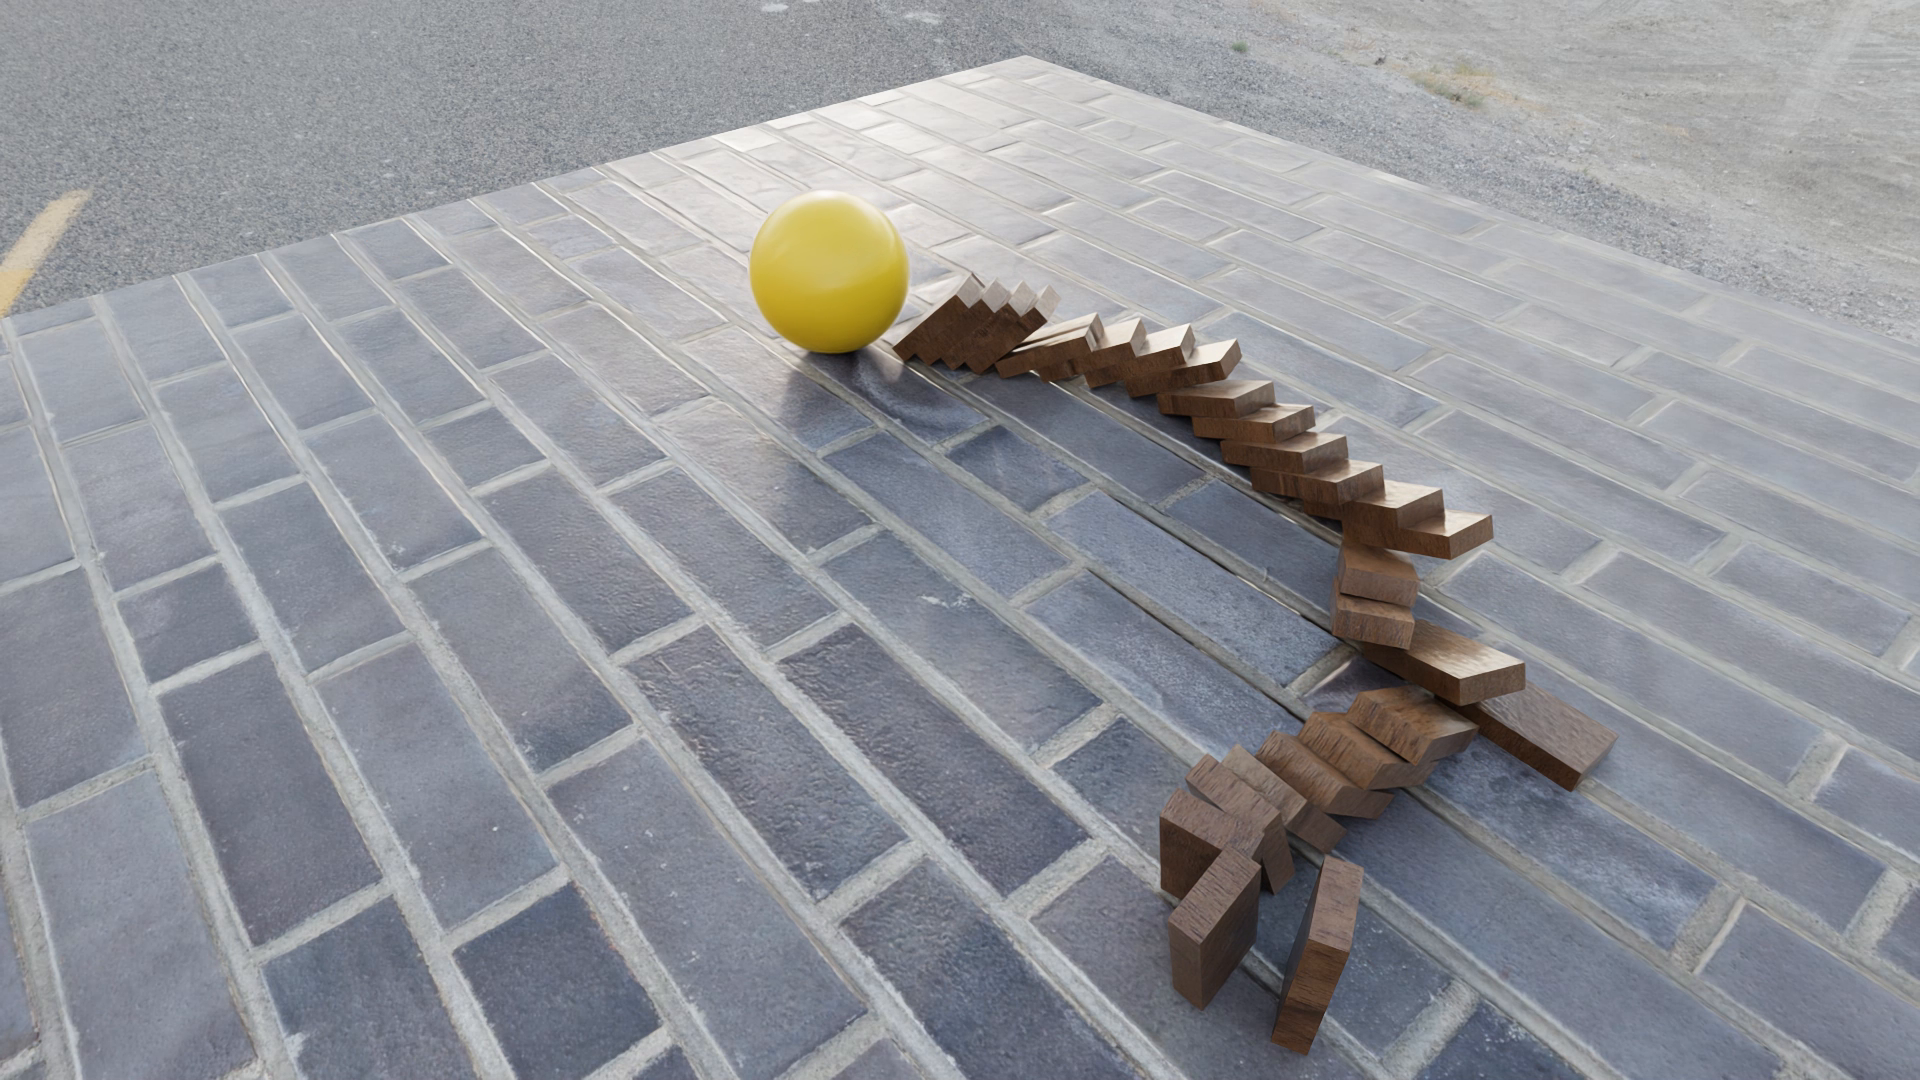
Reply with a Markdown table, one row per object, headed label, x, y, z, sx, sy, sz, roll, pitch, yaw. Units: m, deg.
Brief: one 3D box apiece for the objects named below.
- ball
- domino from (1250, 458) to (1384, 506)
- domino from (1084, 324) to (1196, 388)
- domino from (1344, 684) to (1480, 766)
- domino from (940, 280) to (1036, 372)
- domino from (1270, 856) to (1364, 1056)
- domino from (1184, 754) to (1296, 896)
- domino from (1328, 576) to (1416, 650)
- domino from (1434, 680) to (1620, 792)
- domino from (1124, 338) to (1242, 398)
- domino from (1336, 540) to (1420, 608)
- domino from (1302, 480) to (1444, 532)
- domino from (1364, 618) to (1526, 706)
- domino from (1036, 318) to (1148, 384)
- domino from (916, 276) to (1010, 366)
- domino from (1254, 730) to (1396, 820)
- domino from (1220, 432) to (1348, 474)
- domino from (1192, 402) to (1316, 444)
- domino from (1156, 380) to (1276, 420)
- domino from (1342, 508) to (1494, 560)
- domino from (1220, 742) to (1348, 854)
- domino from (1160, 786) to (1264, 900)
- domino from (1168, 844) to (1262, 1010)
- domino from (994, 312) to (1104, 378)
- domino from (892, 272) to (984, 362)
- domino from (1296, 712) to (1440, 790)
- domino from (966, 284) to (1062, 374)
| label | x | y | z | sx | sy | sz | roll | pitch | yaw |
| --- | --- | --- | --- | --- | --- | --- | --- | --- | --- |
| ball | -0.065 | -0.134 | 0.551 | 0.080 | 0.080 | 0.080 | 0 | 39 | 0 |
| domino | 0.148 | -0.026 | 0.459 | 0.025 | 0.010 | 0.050 | -20 | 18 | -23 |
| domino | 0.087 | -0.089 | 0.535 | 0.050 | 0.010 | 0.025 | -11 | 29 | 31 |
| domino | 0.146 | 0.058 | 0.352 | 0.025 | 0.010 | 0.050 | 36 | 20 | 36 |
| domino | 0.014 | -0.106 | 0.547 | 0.010 | 0.050 | 0.025 | 45 | 41 | -15 |
| domino | 0.091 | 0.107 | 0.281 | 0.009 | 0.050 | 0.025 | 15 | 42 | 18 |
| domino | 0.080 | 0.081 | 0.312 | 0.009 | 0.050 | 0.025 | -43 | 52 | -10 |
| domino | 0.147 | 0.025 | 0.395 | 0.025 | 0.009 | 0.050 | 10 | 14 | 15 |
| domino | 0.189 | 0.060 | 0.370 | 0.025 | 0.009 | 0.050 | -27 | 47 | -29 |
| domino | 0.106 | -0.082 | 0.525 | 0.050 | 0.010 | 0.025 | -7 | 28 | 38 |
| domino | 0.156 | 0.012 | 0.412 | 0.025 | 0.009 | 0.050 | 12 | 15 | 15 |
| domino | 0.166 | -0.016 | 0.445 | 0.025 | 0.010 | 0.050 | -20 | 18 | -22 |
| domino | 0.165 | 0.041 | 0.377 | 0.025 | 0.010 | 0.050 | -11 | 15 | -13 |
| domino | 0.065 | -0.093 | 0.540 | 0.050 | 0.010 | 0.025 | -11 | 32 | 31 |
| domino | 0.001 | -0.109 | 0.550 | 0.009 | 0.050 | 0.025 | 45 | 41 | -15 |
| domino | 0.111 | 0.071 | 0.332 | 0.025 | 0.009 | 0.050 | 40 | 12 | 38 |
| domino | 0.139 | -0.039 | 0.475 | 0.025 | 0.009 | 0.050 | -20 | 18 | -23 |
| domino | 0.131 | -0.053 | 0.492 | 0.025 | 0.009 | 0.050 | -23 | 20 | -25 |
| domino | 0.118 | -0.066 | 0.508 | 0.025 | 0.010 | 0.050 | -24 | 21 | -27 |
| domino | 0.179 | -0.005 | 0.433 | 0.025 | 0.010 | 0.050 | -21 | 18 | -25 |
| domino | 0.095 | 0.076 | 0.322 | 0.010 | 0.050 | 0.025 | -51 | 52 | 1 |
| domino | 0.068 | 0.089 | 0.302 | 0.025 | 0.050 | 0.010 | 25 | 60 | 27 |
| domino | 0.066 | 0.101 | 0.284 | 0.009 | 0.050 | 0.025 | 32 | 64 | 33 |
| domino | 0.044 | -0.096 | 0.543 | 0.050 | 0.009 | 0.025 | -11 | 31 | 31 |
| domino | -0.011 | -0.112 | 0.554 | 0.009 | 0.050 | 0.025 | 45 | 41 | -15 |
| domino | 0.128 | 0.065 | 0.342 | 0.050 | 0.010 | 0.025 | 12 | 22 | -48 |
| domino | 0.026 | -0.104 | 0.544 | 0.009 | 0.050 | 0.025 | 45 | 41 | -15 |
